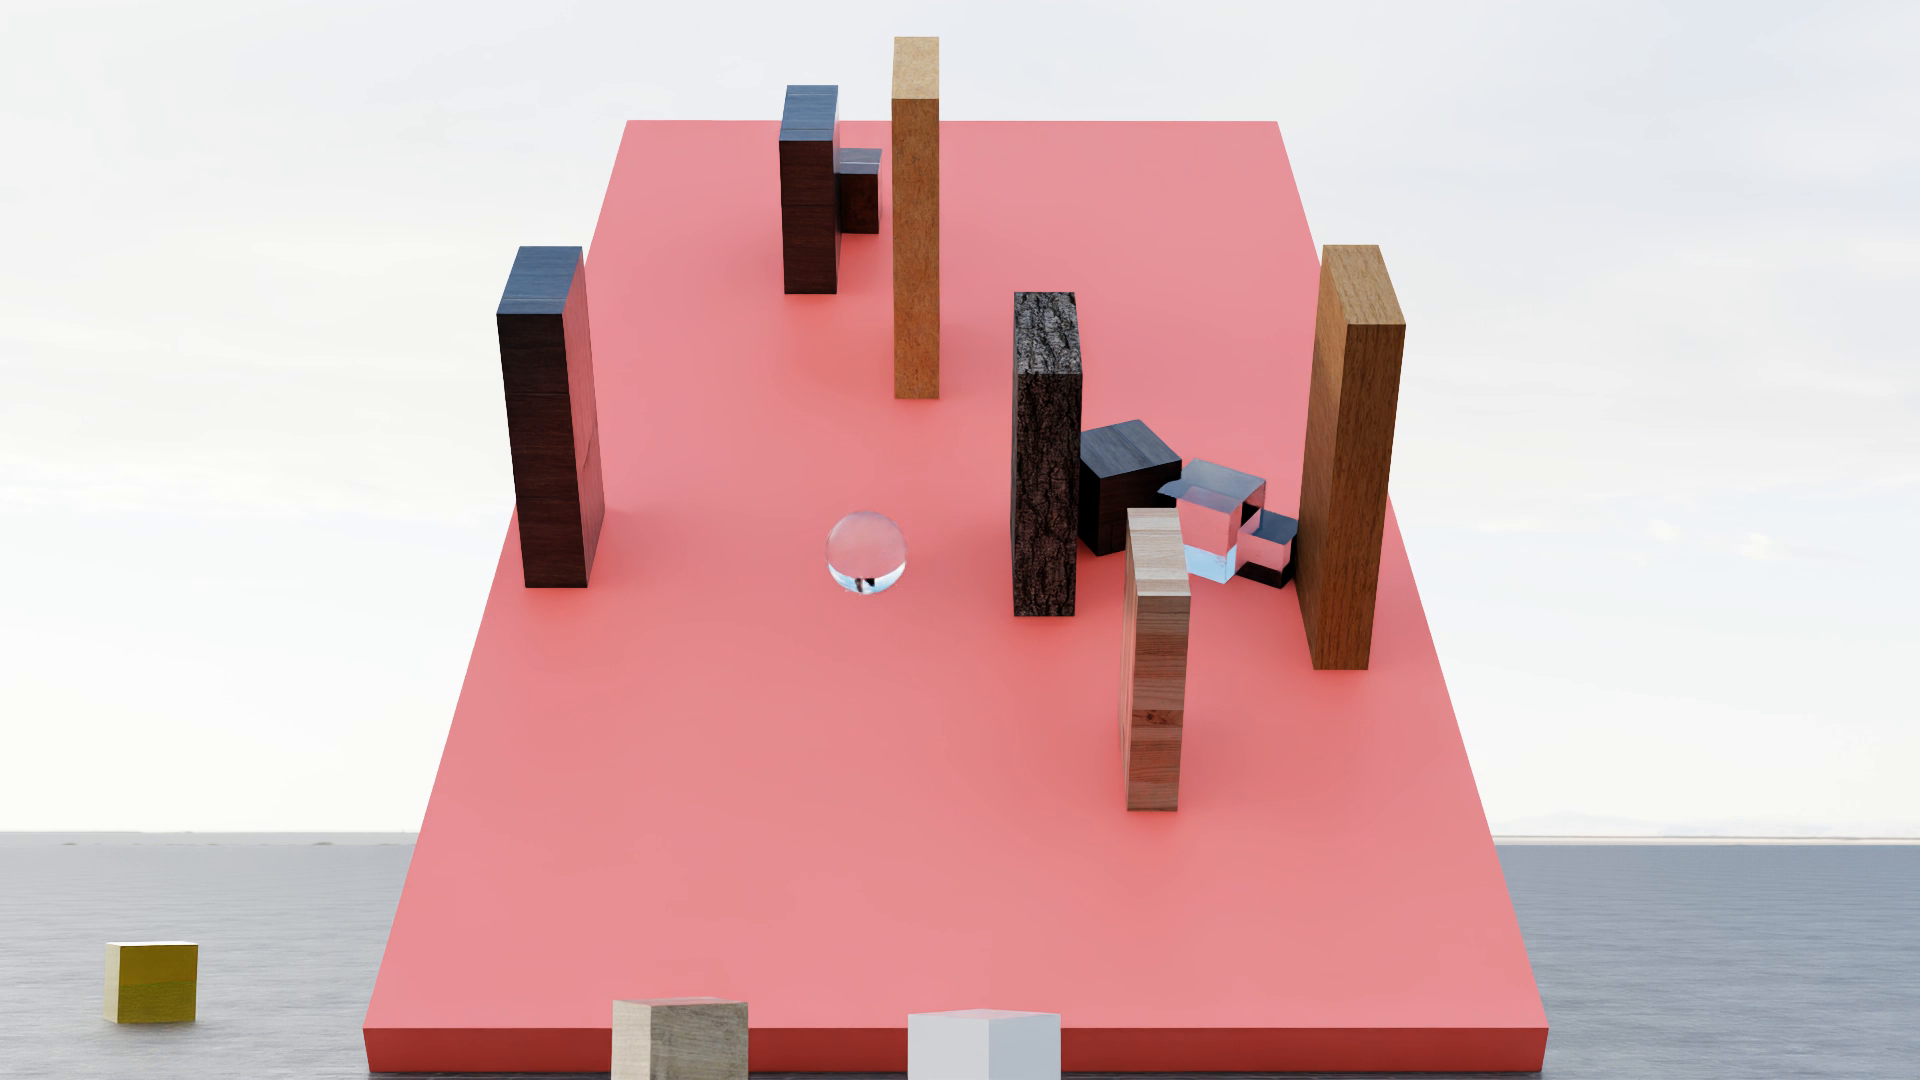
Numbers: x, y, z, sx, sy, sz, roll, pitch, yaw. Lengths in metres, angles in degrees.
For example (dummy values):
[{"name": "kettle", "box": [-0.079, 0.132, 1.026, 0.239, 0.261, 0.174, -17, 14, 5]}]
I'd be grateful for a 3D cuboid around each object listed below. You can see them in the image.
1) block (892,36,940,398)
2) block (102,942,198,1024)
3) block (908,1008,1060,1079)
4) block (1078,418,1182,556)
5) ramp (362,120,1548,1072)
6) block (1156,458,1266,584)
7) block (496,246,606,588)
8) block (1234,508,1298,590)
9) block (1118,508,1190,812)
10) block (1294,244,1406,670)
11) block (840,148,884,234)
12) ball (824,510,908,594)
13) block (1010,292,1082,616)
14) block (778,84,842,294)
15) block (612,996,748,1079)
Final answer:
[{"name": "block", "box": [-0.105, -0.784, 5.963, 0.109, 0.780, 0.403, 0, 32, 0]}, {"name": "block", "box": [-1.784, 0.973, 5.386, 0.165, 0.165, 0.165, 4, -8, -29]}, {"name": "block", "box": [0.034, 0.738, 3.409, 0.151, 0.151, 0.151, -6, -9, 42]}, {"name": "block", "box": [0.353, -0.118, 5.442, 0.201, 0.201, 0.201, -13, 34, -21]}, {"name": "ramp", "box": [-0.015, -0.192, 5.843, 2.000, 0.100, 4.000, 0, 32, 0]}, {"name": "block", "box": [0.546, -0.043, 5.347, 0.176, 0.176, 0.176, 19, 36, 27]}, {"name": "block", "box": [-0.870, -0.261, 5.231, 0.134, 0.659, 0.321, 0, 32, 0]}, {"name": "block", "box": [0.675, 0.019, 5.309, 0.112, 0.112, 0.112, 19, 36, 27]}, {"name": "block", "box": [0.363, 0.226, 4.618, 0.095, 0.487, 0.303, 0, 32, 0]}, {"name": "block", "box": [0.782, -0.163, 4.958, 0.111, 0.792, 0.353, 0, 32, 0]}, {"name": "block", "box": [-0.312, -0.979, 6.842, 0.180, 0.180, 0.180, 1, 32, 2]}, {"name": "ball", "box": [-0.201, 0.026, 5.228, 0.178, 0.178, 0.178, 0, -7, 0]}, {"name": "block", "box": [0.179, -0.182, 5.184, 0.129, 0.581, 0.370, 0, 32, 0]}, {"name": "block", "box": [-0.396, -0.939, 6.534, 0.138, 0.437, 0.384, 0, 32, 0]}, {"name": "block", "box": [-0.417, 0.763, 3.630, 0.154, 0.154, 0.154, 4, -8, -28]}]
